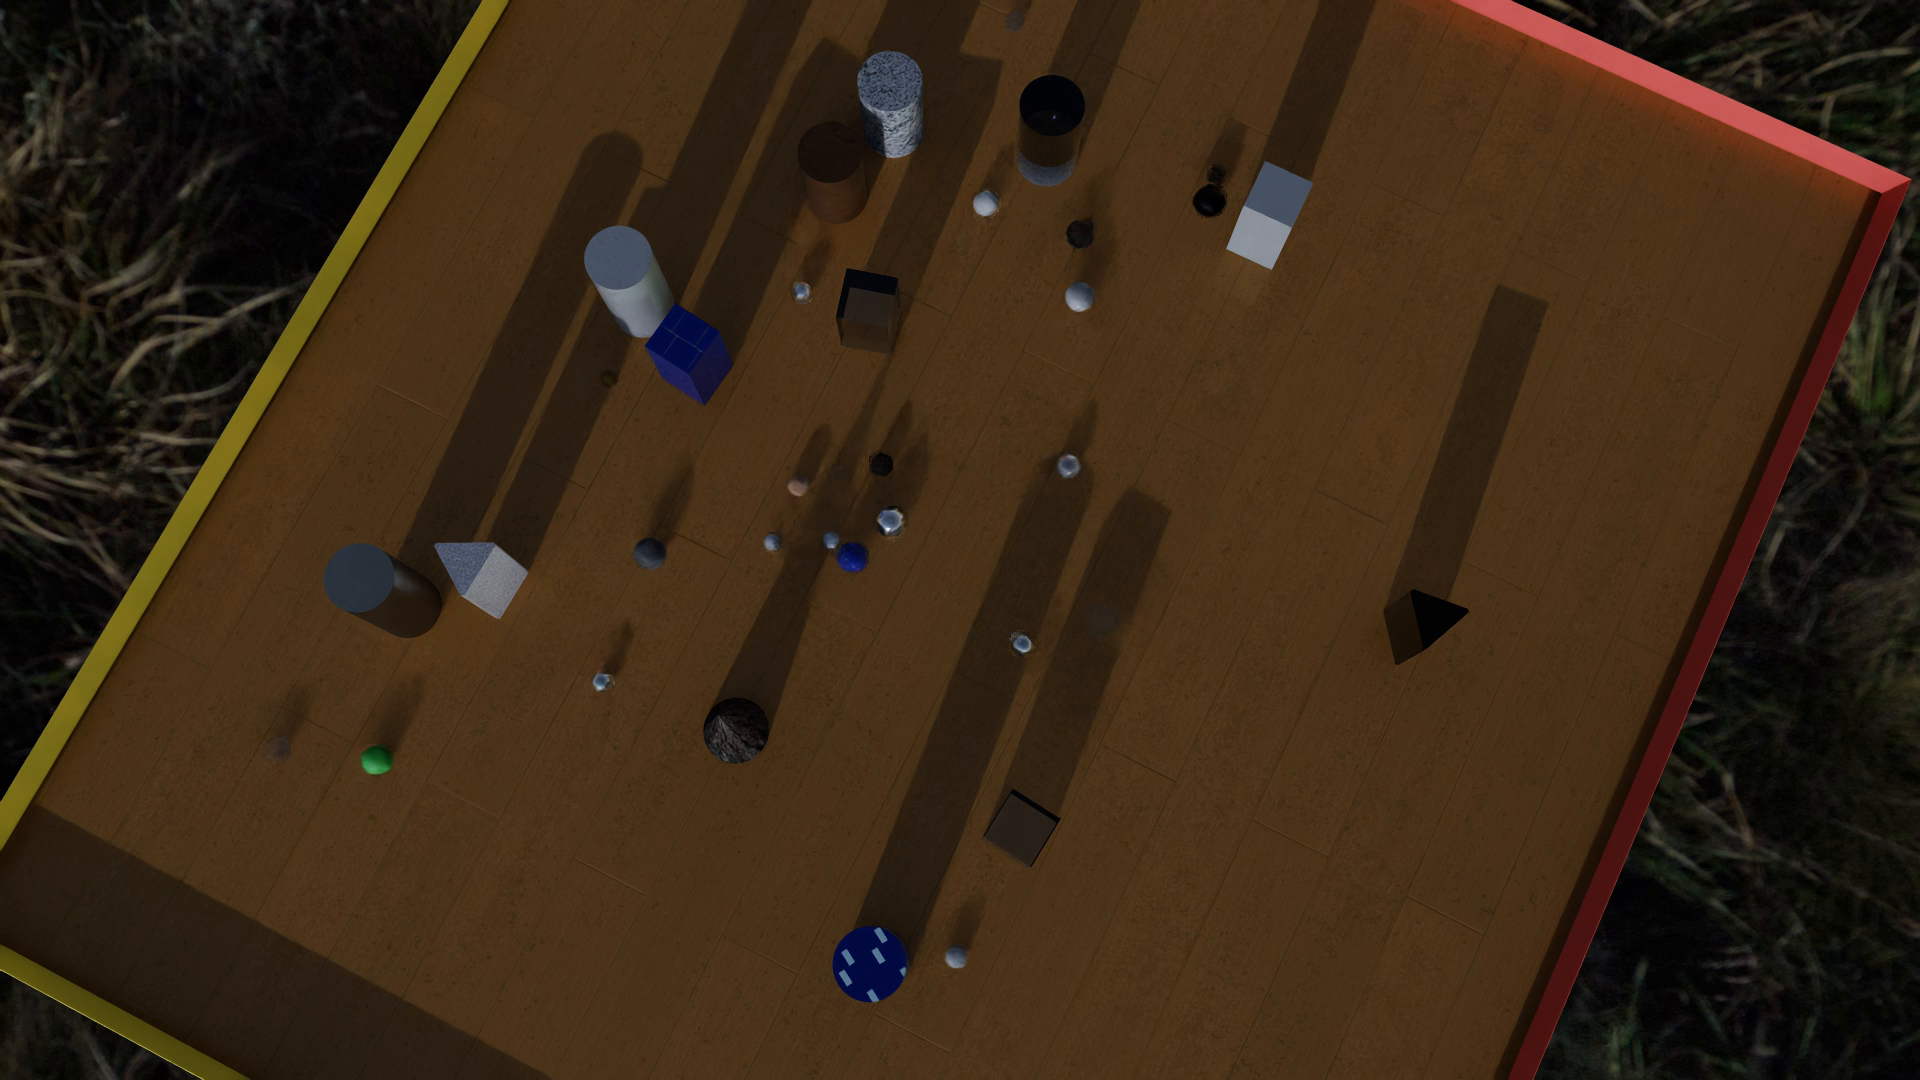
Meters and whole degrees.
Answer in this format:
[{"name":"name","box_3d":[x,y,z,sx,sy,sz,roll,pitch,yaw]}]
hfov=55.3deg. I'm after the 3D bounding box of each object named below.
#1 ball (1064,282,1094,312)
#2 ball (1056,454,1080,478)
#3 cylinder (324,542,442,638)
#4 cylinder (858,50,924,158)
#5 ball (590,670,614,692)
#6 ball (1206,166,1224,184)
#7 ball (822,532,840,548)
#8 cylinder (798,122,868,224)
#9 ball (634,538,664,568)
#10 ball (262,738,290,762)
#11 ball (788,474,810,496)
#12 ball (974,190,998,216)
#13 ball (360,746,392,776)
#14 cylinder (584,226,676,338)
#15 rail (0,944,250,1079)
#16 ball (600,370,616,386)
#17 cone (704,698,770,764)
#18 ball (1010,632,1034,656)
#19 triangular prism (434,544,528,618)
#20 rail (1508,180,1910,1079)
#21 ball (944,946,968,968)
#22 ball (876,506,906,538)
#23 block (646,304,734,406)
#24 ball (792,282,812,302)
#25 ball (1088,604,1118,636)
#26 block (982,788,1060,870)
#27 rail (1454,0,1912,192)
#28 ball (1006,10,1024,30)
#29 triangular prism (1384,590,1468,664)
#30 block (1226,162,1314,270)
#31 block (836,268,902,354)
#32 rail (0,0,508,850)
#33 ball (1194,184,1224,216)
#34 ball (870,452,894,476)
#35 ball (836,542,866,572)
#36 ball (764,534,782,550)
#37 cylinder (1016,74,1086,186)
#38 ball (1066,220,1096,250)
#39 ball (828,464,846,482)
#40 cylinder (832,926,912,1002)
[{"name":"ball","box_3d":[0.374,-0.760,5.726,0.093,0.093,0.093,0,78,0]},{"name":"ball","box_3d":[0.334,-0.226,5.626,0.073,0.073,0.073,0,78,0]},{"name":"cylinder","box_3d":[-1.676,0.153,5.342,0.198,0.476,0.198,0,78,0]},{"name":"cylinder","box_3d":[-0.212,-1.356,5.721,0.198,0.344,0.198,0,78,0]},{"name":"ball","box_3d":[-1.073,0.424,5.495,0.065,0.065,0.065,0,78,0]},{"name":"ball","box_3d":[0.813,-1.161,5.829,0.054,0.054,0.054,0,78,0]},{"name":"ball","box_3d":[-0.393,0.000,5.589,0.053,0.053,0.053,0,78,0]},{"name":"cylinder","box_3d":[-0.392,-1.135,5.684,0.198,0.327,0.198,0,78,0]},{"name":"ball","box_3d":[-0.943,0.040,5.561,0.094,0.094,0.094,0,78,0]},{"name":"ball","box_3d":[-2.033,0.624,5.449,0.075,0.075,0.075,0,78,0]},{"name":"ball","box_3d":[-0.495,-0.169,5.616,0.070,0.070,0.070,0,78,0]},{"name":"ball","box_3d":[0.082,-1.064,5.796,0.080,0.080,0.080,0,78,0]},{"name":"ball","box_3d":[-1.731,0.653,5.437,0.088,0.088,0.088,0,78,0]},{"name":"cylinder","box_3d":[-0.995,-0.776,5.550,0.198,0.446,0.198,0,78,0]},{"name":"rail","box_3d":[-1.041,2.046,5.126,4.290,0.128,0.045,26,80,5]},{"name":"ball","box_3d":[-1.093,-0.503,5.696,0.048,0.048,0.048,0,78,0]},{"name":"cone","box_3d":[-0.671,0.529,5.291,0.198,0.423,0.198,0,78,0]},{"name":"ball","box_3d":[0.189,0.314,5.515,0.071,0.071,0.071,0,78,0]},{"name":"triangular prism","box_3d":[-1.382,0.089,5.389,0.148,0.410,0.171,-30,80,-6]},{"name":"rail","box_3d":[1.898,0.936,5.356,0.045,0.128,4.704,26,80,5]},{"name":"ball","box_3d":[-0.011,1.214,5.331,0.067,0.067,0.067,0,78,0]},{"name":"ball","box_3d":[-0.210,-0.056,5.579,0.095,0.095,0.095,0,78,0]},{"name":"block","box_3d":[-0.818,-0.558,5.559,0.158,0.339,0.158,33,80,6]},{"name":"ball","box_3d":[-0.496,-0.779,5.745,0.064,0.064,0.064,0,78,0]},{"name":"ball","box_3d":[0.429,0.240,5.520,0.092,0.092,0.092,0,78,0]},{"name":"block","box_3d":[0.173,0.837,5.283,0.158,0.315,0.158,32,80,6]},{"name":"rail","box_3d":[1.041,-2.032,5.971,4.290,0.128,0.045,26,80,5]},{"name":"ball","box_3d":[0.178,-1.683,5.933,0.062,0.062,0.062,0,78,0]},{"name":"triangular prism","box_3d":[1.338,0.233,5.393,0.171,0.342,0.148,-39,81,-7]},{"name":"block","box_3d":[0.950,-0.994,5.639,0.158,0.360,0.158,26,79,5]},{"name":"block","box_3d":[-0.278,-0.698,5.619,0.158,0.278,0.158,11,79,2]},{"name":"rail","box_3d":[-1.898,-0.922,5.741,0.045,0.128,4.704,26,80,5]},{"name":"ball","box_3d":[0.787,-1.072,5.788,0.099,0.099,0.099,0,78,0]},{"name":"ball","box_3d":[-0.240,-0.232,5.628,0.071,0.071,0.071,0,78,0]},{"name":"ball","box_3d":[-0.329,0.051,5.558,0.093,0.093,0.093,0,78,0]},{"name":"ball","box_3d":[-0.572,0.006,5.589,0.053,0.053,0.053,0,78,0]},{"name":"cylinder","box_3d":[0.277,-1.264,5.683,0.198,0.383,0.198,0,78,0]},{"name":"ball","box_3d":[0.380,-0.962,5.768,0.094,0.094,0.094,0,78,0]},{"name":"ball","box_3d":[-0.379,-0.207,5.634,0.051,0.051,0.051,0,78,0]},{"name":"cylinder","box_3d":[-0.242,1.182,5.131,0.198,0.473,0.198,0,78,0]}]
